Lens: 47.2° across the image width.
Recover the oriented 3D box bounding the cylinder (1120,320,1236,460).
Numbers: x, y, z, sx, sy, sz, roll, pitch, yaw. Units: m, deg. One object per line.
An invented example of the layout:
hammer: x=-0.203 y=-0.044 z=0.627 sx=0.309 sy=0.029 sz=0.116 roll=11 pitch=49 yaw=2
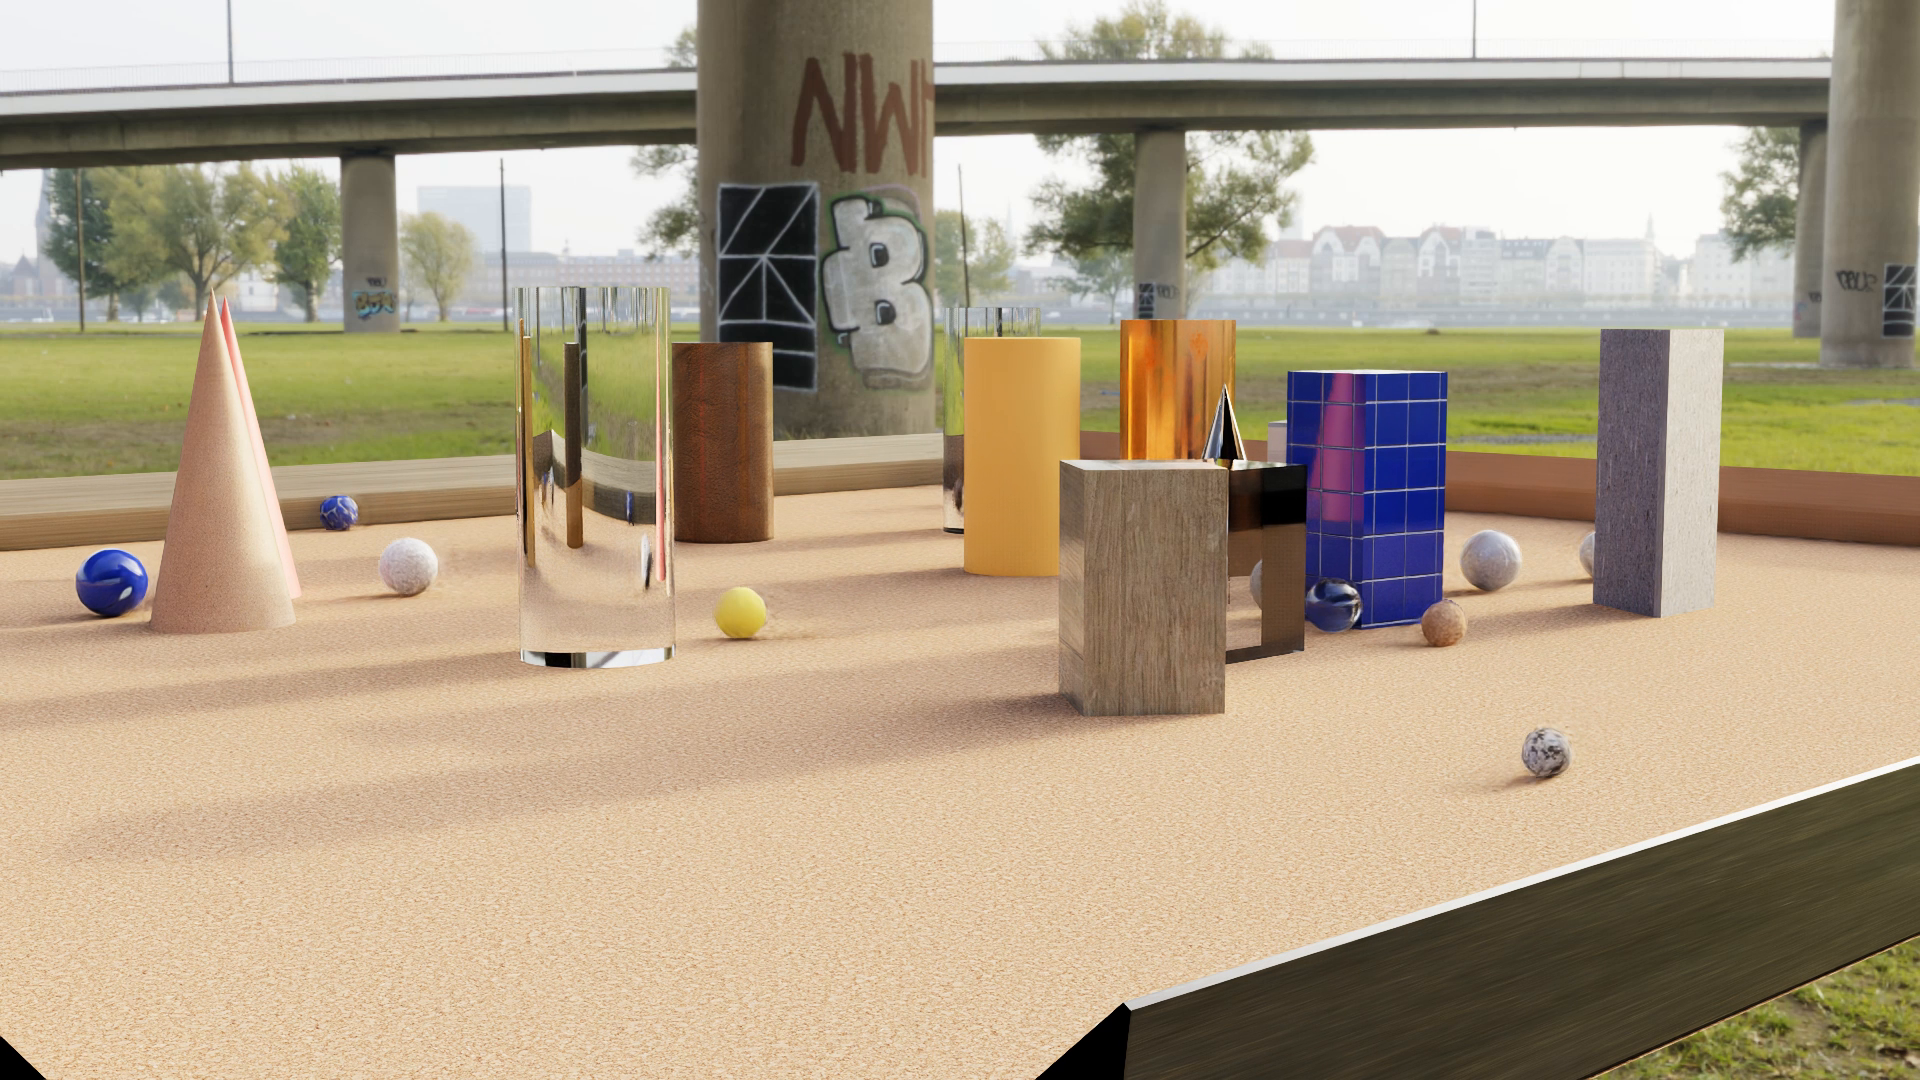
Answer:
cylinder: x=0.378 y=-0.168 z=3.835 sx=0.200 sy=0.430 sz=0.200 roll=0 pitch=6 yaw=0

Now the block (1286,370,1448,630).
block: x=0.584 y=-0.063 z=3.173 sx=0.160 sy=0.358 sz=0.160 roll=-4 pitch=7 yaw=-34

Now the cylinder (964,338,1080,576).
cylinder: x=0.106 y=-0.147 z=3.779 sx=0.200 sy=0.399 sz=0.200 roll=0 pitch=6 yaw=0

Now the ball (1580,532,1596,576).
ball: x=1.073 y=0.025 z=3.662 sx=0.081 sy=0.081 sz=0.081 roll=0 pitch=6 yaw=0

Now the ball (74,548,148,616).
ball: x=-1.241 y=0.062 z=3.216 sx=0.100 sy=0.100 sz=0.100 roll=0 pitch=6 yaw=0

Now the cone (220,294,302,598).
cone: x=-1.134 y=-0.145 z=3.416 sx=0.200 sy=0.470 sz=0.200 roll=0 pitch=6 yaw=0

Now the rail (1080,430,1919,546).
rail: x=1.394 y=-0.099 z=4.611 sx=0.045 sy=0.130 sz=3.542 roll=-5 pitch=8 yaw=-42

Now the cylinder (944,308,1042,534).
cylinder: x=0.065 y=-0.244 z=4.457 sx=0.200 sy=0.451 sz=0.200 roll=0 pitch=6 yaw=0

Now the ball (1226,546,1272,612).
ball: x=0.410 y=0.058 z=3.254 sx=0.100 sy=0.100 sz=0.100 roll=0 pitch=6 yaw=0

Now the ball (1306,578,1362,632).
ball: x=0.518 y=0.090 z=3.053 sx=0.077 sy=0.077 sz=0.077 roll=0 pitch=6 yaw=0

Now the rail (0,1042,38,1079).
rail: x=-1.394 y=0.167 z=2.053 sx=0.045 sy=0.130 sz=3.542 roll=-5 pitch=8 yaw=-42

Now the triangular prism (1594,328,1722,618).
triangular prism: x=1.024 y=-0.106 z=3.295 sx=0.150 sy=0.418 sz=0.173 roll=6 pitch=8 yaw=45

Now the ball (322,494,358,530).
ball: x=-1.262 y=-0.056 z=4.474 sx=0.073 sy=0.073 sz=0.073 roll=0 pitch=6 yaw=0

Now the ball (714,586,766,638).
ball: x=-0.300 y=0.099 z=2.998 sx=0.071 sy=0.071 sz=0.071 roll=0 pitch=6 yaw=0

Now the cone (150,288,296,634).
cone: x=-1.054 y=-0.120 z=3.121 sx=0.200 sy=0.481 sz=0.200 roll=0 pitch=6 yaw=0

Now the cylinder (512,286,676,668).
cylinder: x=-0.469 y=-0.086 z=2.826 sx=0.200 sy=0.475 sz=0.200 roll=0 pitch=6 yaw=0

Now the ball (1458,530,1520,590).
ball: x=0.847 y=0.033 z=3.514 sx=0.096 sy=0.096 sz=0.096 roll=0 pitch=6 yaw=0

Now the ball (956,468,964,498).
ball: x=0.038 y=-0.132 z=5.121 sx=0.091 sy=0.091 sz=0.091 roll=0 pitch=6 yaw=0

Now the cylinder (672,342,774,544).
cylinder: x=-0.465 y=-0.194 z=4.302 sx=0.200 sy=0.384 sz=0.200 roll=0 pitch=6 yaw=0

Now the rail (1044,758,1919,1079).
rail: x=1.185 y=0.167 z=2.055 sx=3.840 sy=0.130 sz=0.045 roll=-5 pitch=8 yaw=-42

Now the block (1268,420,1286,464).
block: x=0.639 y=-0.081 z=3.843 sx=0.160 sy=0.253 sz=0.160 roll=3 pitch=7 yaw=27

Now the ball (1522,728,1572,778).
ball: x=0.562 y=0.203 z=2.107 sx=0.048 sy=0.048 sz=0.048 roll=0 pitch=6 yaw=0

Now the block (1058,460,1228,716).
block: x=0.205 y=0.050 z=2.496 sx=0.160 sy=0.272 sz=0.160 roll=-1 pitch=6 yaw=-7

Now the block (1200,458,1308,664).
block: x=0.339 y=0.024 z=2.878 sx=0.160 sy=0.246 sz=0.160 roll=-6 pitch=8 yaw=-43

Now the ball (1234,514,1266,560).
ball: x=0.517 y=-0.001 z=3.885 sx=0.087 sy=0.087 sz=0.087 roll=0 pitch=6 yaw=0

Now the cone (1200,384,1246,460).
cone: x=0.415 y=-0.082 z=3.470 sx=0.200 sy=0.334 sz=0.200 roll=0 pitch=6 yaw=0

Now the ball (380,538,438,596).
ball: x=-0.866 y=0.042 z=3.456 sx=0.089 sy=0.089 sz=0.089 roll=0 pitch=6 yaw=0

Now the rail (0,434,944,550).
rail: x=-1.185 y=-0.099 z=4.609 sx=3.840 sy=0.130 sz=0.045 roll=-5 pitch=8 yaw=-42

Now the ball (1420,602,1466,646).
ball: x=0.645 y=0.112 z=2.934 sx=0.059 sy=0.059 sz=0.059 roll=0 pitch=6 yaw=0
